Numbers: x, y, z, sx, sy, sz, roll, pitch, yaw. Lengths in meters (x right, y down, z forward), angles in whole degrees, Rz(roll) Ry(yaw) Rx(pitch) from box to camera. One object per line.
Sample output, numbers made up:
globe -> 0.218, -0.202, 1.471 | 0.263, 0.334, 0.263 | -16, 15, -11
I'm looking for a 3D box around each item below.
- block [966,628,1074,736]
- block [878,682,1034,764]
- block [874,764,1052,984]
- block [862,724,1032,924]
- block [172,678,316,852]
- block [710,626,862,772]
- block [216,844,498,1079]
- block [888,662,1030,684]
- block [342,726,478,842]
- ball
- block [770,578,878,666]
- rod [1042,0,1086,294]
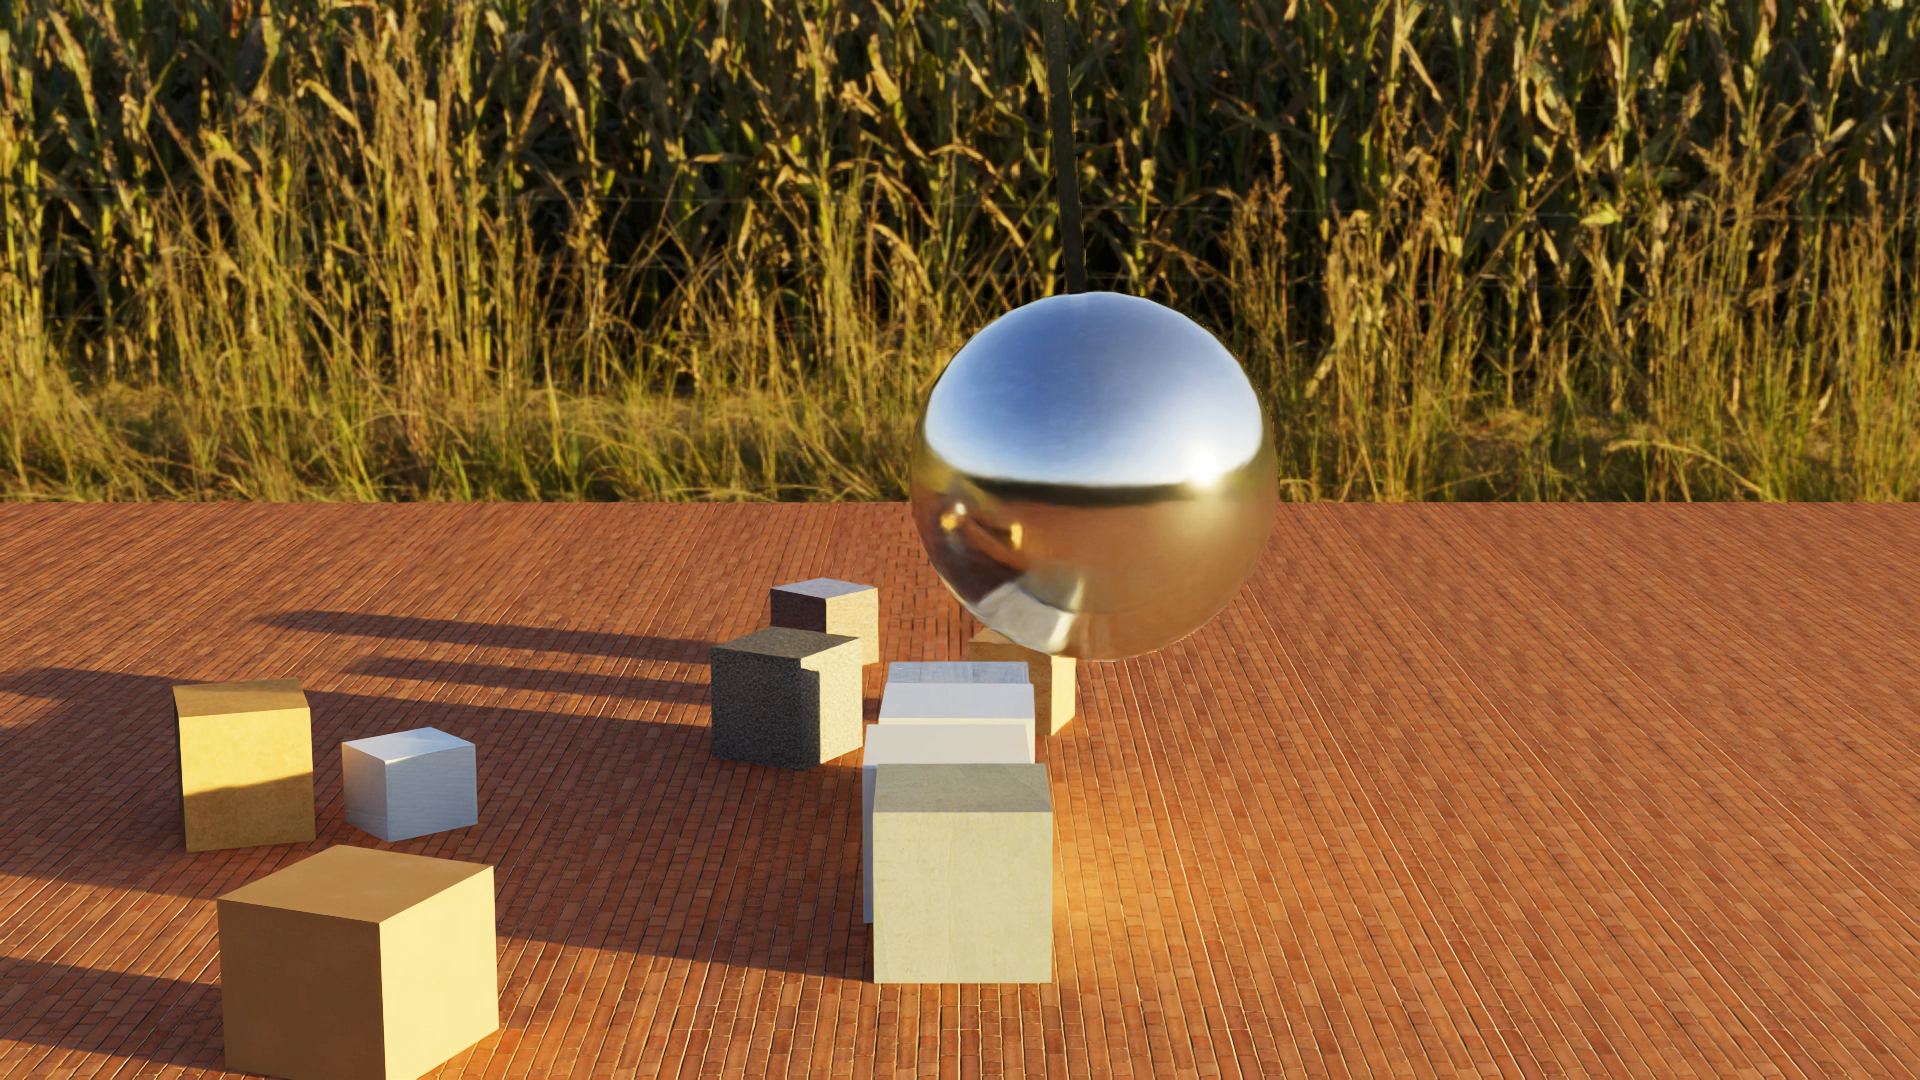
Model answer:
block -> 0.336, 0.758, 14.027 | 0.478, 0.489, 0.467 | 3, 11, 17
block -> -0.008, 1.070, 11.751 | 0.690, 0.690, 0.665 | 0, 10, 1
block -> 0.009, 1.329, 10.325 | 0.694, 0.692, 0.717 | 0, 10, 0
block -> -0.057, 1.209, 11.045 | 0.702, 0.669, 0.731 | 0, 10, -1
block -> -3.367, 1.044, 12.053 | 0.576, 0.633, 0.646 | -4, 11, -19
block -> -0.903, 0.821, 13.406 | 0.558, 0.588, 0.581 | 6, 12, 29
block -> -2.173, 1.543, 9.313 | 0.690, 0.631, 0.704 | 4, 11, 22
block -> -0.007, 0.977, 12.448 | 0.683, 0.623, 0.726 | 0, 10, 0
block -> -2.603, 1.152, 12.140 | 0.468, 0.390, 0.432 | -9, 13, -39
ball -> 0.576, -0.278, 11.130 | 1.600, 1.600, 1.600 | 0, 10, 0
block -> -0.817, 0.513, 15.467 | 0.475, 0.457, 0.445 | 9, 14, 41
rod -> 0.250, -3.607, 10.524 | 0.080, 5.200, 0.080 | -5, 10, 1
